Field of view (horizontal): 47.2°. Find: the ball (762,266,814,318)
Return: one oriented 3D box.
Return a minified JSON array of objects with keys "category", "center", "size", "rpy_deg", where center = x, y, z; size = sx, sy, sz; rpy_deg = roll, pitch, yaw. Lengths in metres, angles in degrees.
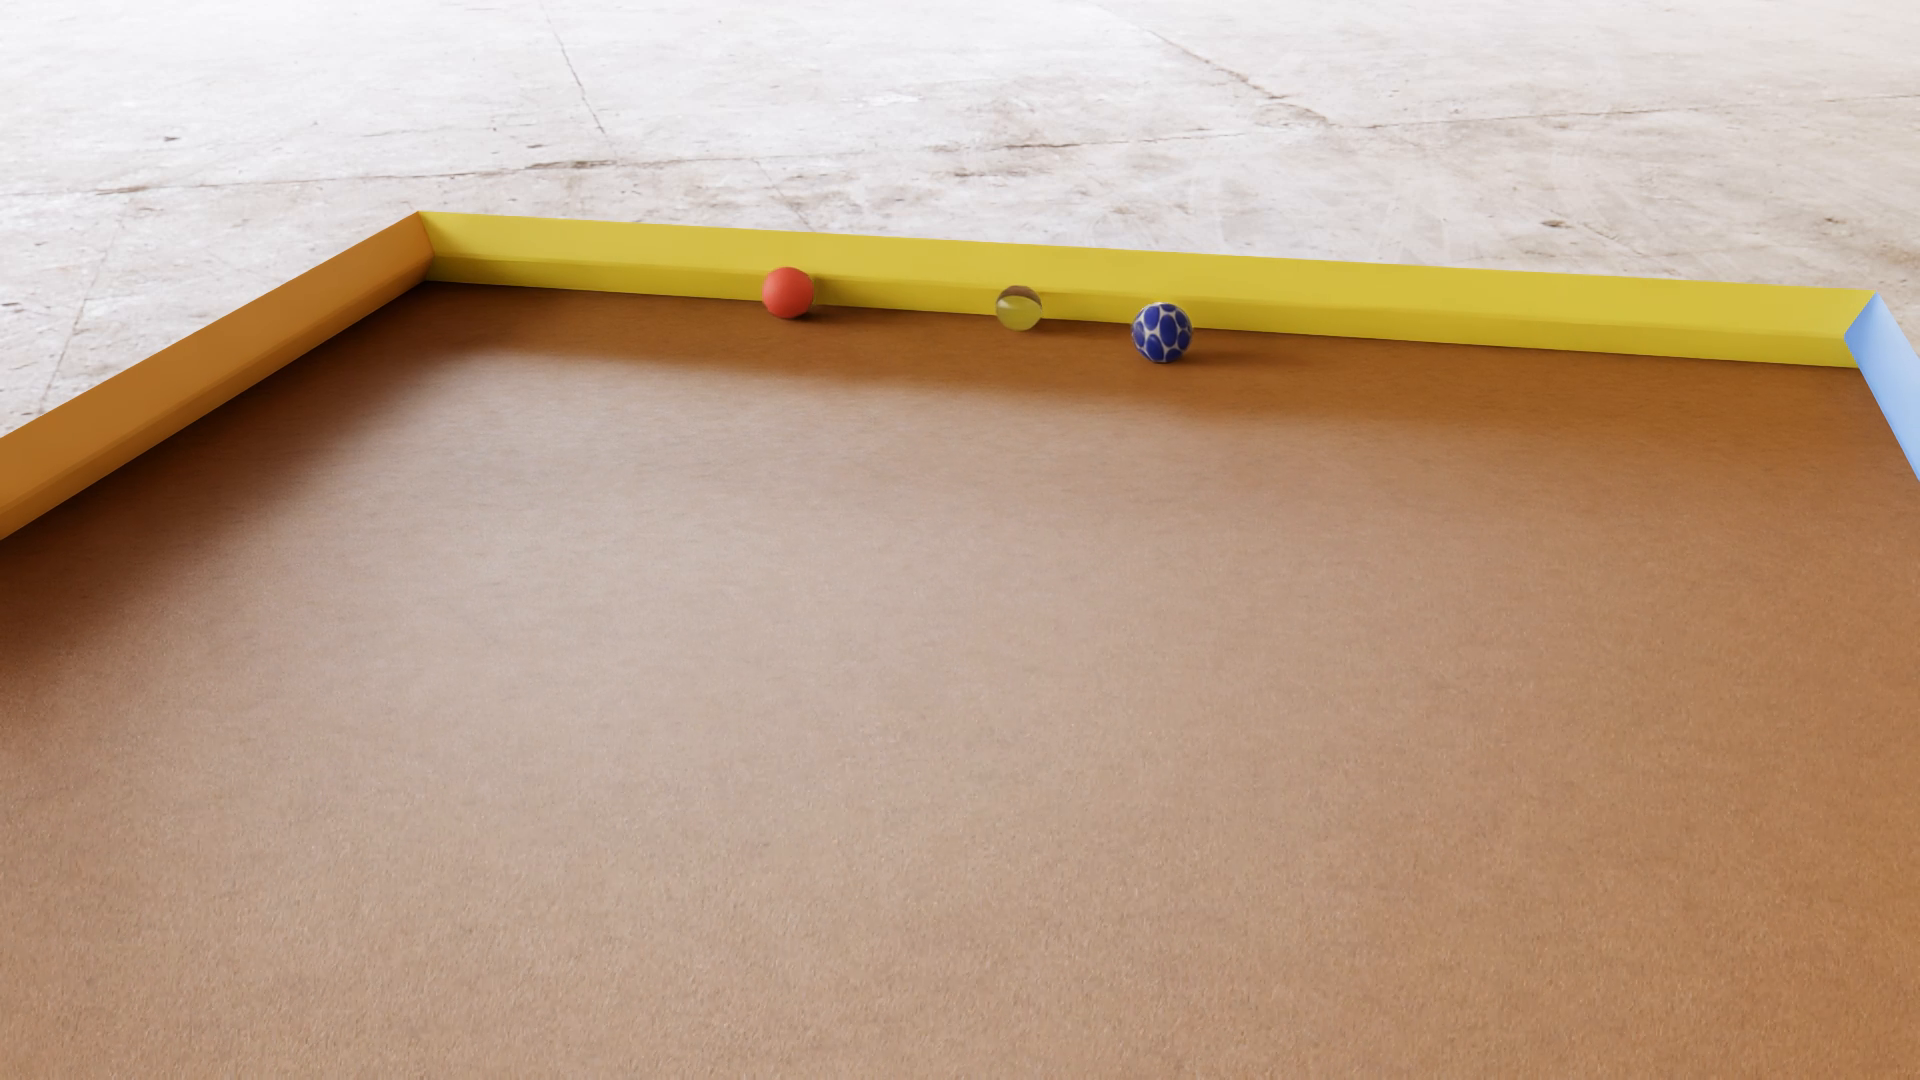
[{"category":"ball","center":[-0.274,-0.395,3.511],"size":[0.082,0.082,0.082],"rpy_deg":[0,22,0]}]

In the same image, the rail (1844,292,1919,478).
[{"category":"rail","center":[0.887,0.464,1.366],"size":[0.045,0.118,4.197],"rpy_deg":[5,23,11]}]

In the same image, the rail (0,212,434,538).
[{"category":"rail","center":[-1.329,0.283,1.807],"size":[0.045,0.118,4.197],"rpy_deg":[5,23,11]}]

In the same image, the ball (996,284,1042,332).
[{"category":"ball","center":[0.092,-0.364,3.448],"size":[0.072,0.072,0.072],"rpy_deg":[0,22,0]}]

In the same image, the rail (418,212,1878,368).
[{"category":"rail","center":[0.216,-0.396,3.463],"size":[2.314,0.118,0.045],"rpy_deg":[5,23,11]}]

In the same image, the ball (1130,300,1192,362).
[{"category":"ball","center":[0.302,-0.313,3.299],"size":[0.091,0.091,0.091],"rpy_deg":[0,22,0]}]
